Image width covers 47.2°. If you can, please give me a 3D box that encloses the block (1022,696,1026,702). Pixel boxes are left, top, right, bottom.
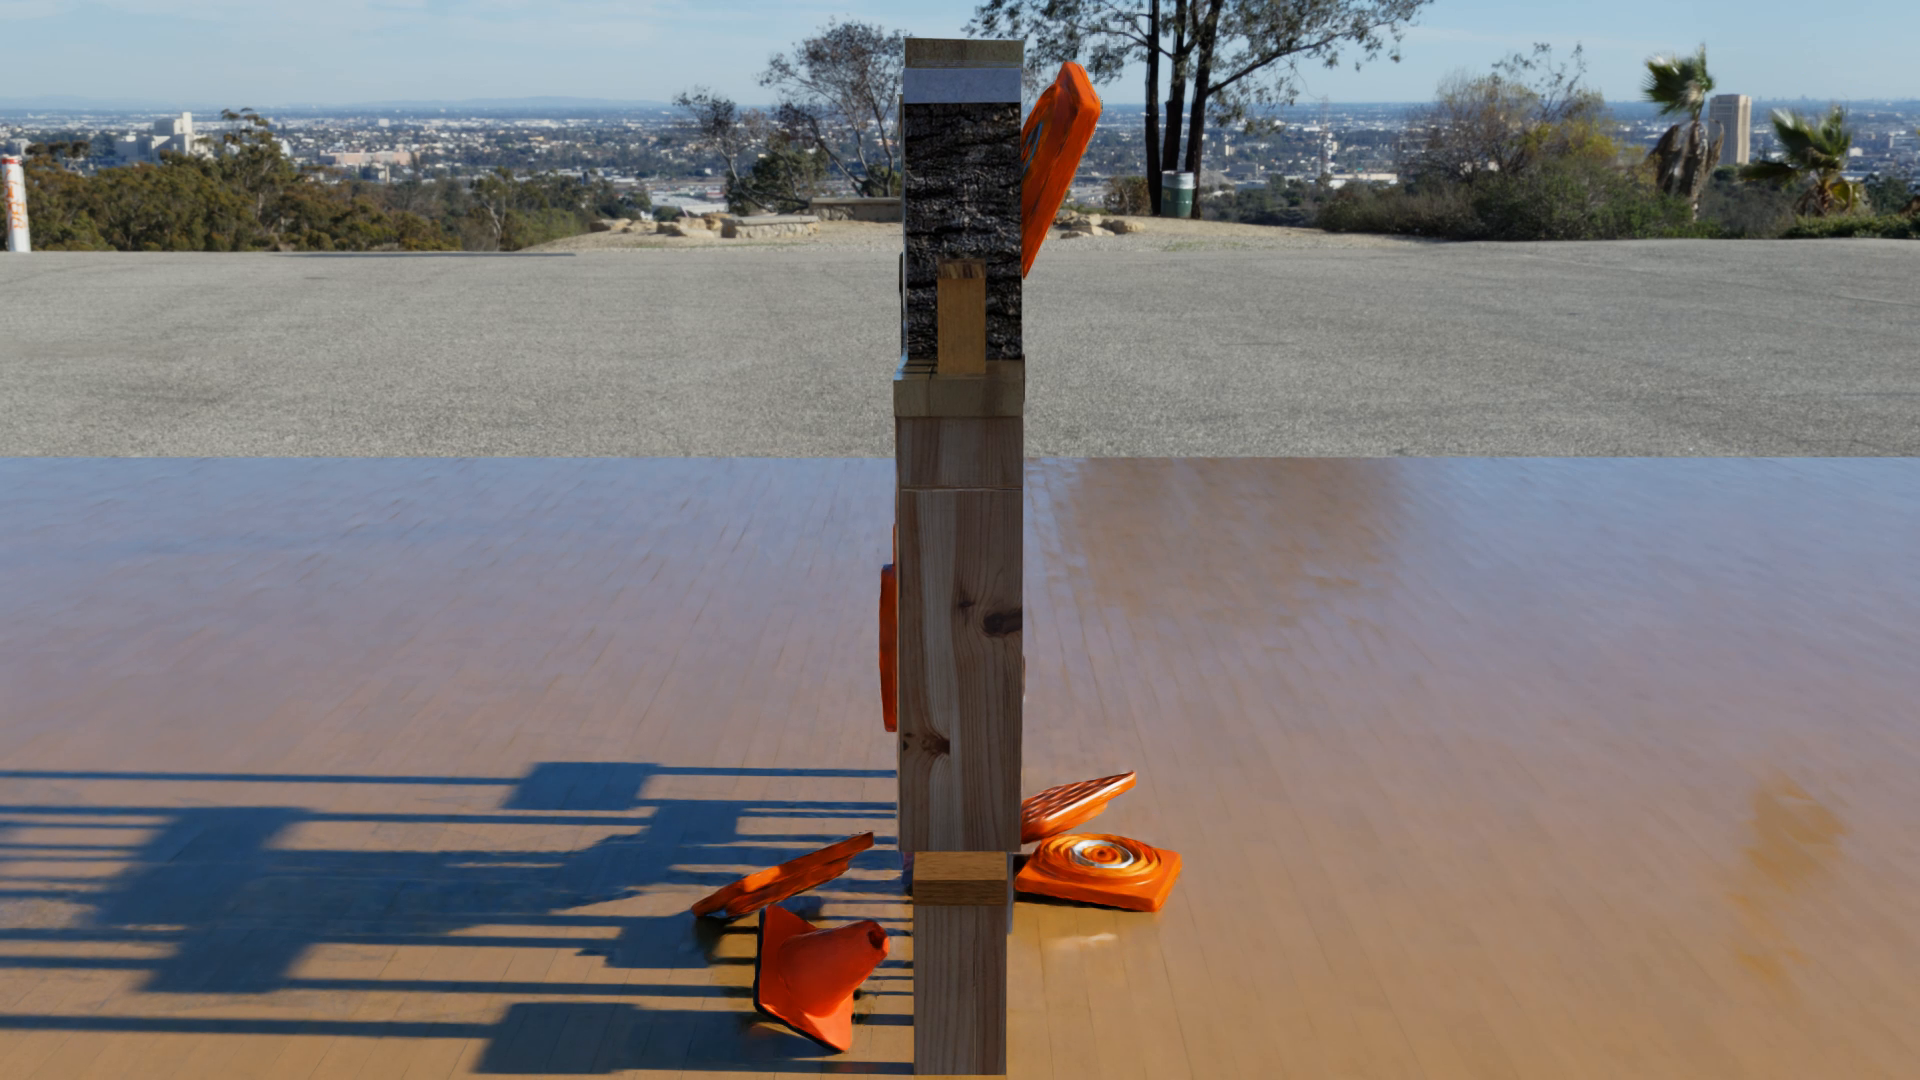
[{"bbox_3d":[0.011,0.289,3.763,0.127,0.036,0.254,1,12,20],"label":"block"}]

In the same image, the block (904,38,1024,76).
[{"bbox_3d":[0.003,-0.748,3.437,0.176,0.050,0.352,1,10,-1],"label":"block"}]

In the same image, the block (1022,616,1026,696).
[{"bbox_3d":[0.025,0.114,3.726,0.158,0.316,0.045,-4,16,-8],"label":"block"}]

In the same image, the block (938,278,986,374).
[{"bbox_3d":[0.002,-0.285,2.911,0.063,0.126,0.018,0,12,1],"label":"block"}]

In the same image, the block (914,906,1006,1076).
[{"bbox_3d":[0.000,0.596,2.958,0.124,0.248,0.035,0,10,0],"label":"block"}]

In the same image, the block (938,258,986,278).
[{"bbox_3d":[0.003,-0.364,2.937,0.063,0.018,0.126,0,11,1],"label":"block"}]

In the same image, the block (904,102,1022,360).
[{"bbox_3d":[0.006,-0.428,3.050,0.159,0.350,0.045,0,11,1],"label":"block"}]

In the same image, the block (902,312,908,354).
[{"bbox_3d":[-0.002,-0.518,3.601,0.176,0.459,0.050,1,12,-2],"label":"block"}]

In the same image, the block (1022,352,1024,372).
[{"bbox_3d":[0.019,-0.091,3.277,0.145,0.377,0.041,0,13,-4],"label":"block"}]

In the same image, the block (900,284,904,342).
[{"bbox_3d":[-0.019,-0.290,3.885,0.167,0.333,0.047,-2,13,-2],"label":"block"}]

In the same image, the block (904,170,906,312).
[{"bbox_3d":[0.003,-0.529,3.363,0.176,0.352,0.050,0,12,-3],"label":"block"}]

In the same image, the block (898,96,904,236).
[{"bbox_3d":[-0.034,-0.635,3.820,0.135,0.271,0.038,-2,5,-2],"label":"block"}]

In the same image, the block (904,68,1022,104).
[{"bbox_3d":[0.004,-0.644,3.113,0.159,0.045,0.319,0,12,0],"label":"block"}]

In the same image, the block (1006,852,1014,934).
[{"bbox_3d":[0.010,0.368,3.179,0.139,0.404,0.039,1,10,2],"label":"block"}]

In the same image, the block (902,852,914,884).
[{"bbox_3d":[-0.027,0.454,3.688,0.127,0.254,0.036,2,-1,24],"label":"block"}]

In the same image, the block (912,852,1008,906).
[{"bbox_3d":[0.001,0.441,3.013,0.124,0.035,0.248,0,11,0],"label":"block"}]

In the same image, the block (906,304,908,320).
[{"bbox_3d":[0.002,-0.487,3.254,0.159,0.319,0.045,1,11,3],"label":"block"}]

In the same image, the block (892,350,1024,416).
[{"bbox_3d":[0.001,-0.218,3.020,0.169,0.048,0.338,0,11,1],"label":"block"}]

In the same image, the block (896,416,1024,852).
[{"bbox_3d":[-0.001,0.125,2.971,0.169,0.602,0.048,0,11,0],"label":"block"}]

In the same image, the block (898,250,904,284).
[{"bbox_3d":[-0.022,-0.495,3.954,0.166,0.047,0.333,-1,10,0],"label":"block"}]
